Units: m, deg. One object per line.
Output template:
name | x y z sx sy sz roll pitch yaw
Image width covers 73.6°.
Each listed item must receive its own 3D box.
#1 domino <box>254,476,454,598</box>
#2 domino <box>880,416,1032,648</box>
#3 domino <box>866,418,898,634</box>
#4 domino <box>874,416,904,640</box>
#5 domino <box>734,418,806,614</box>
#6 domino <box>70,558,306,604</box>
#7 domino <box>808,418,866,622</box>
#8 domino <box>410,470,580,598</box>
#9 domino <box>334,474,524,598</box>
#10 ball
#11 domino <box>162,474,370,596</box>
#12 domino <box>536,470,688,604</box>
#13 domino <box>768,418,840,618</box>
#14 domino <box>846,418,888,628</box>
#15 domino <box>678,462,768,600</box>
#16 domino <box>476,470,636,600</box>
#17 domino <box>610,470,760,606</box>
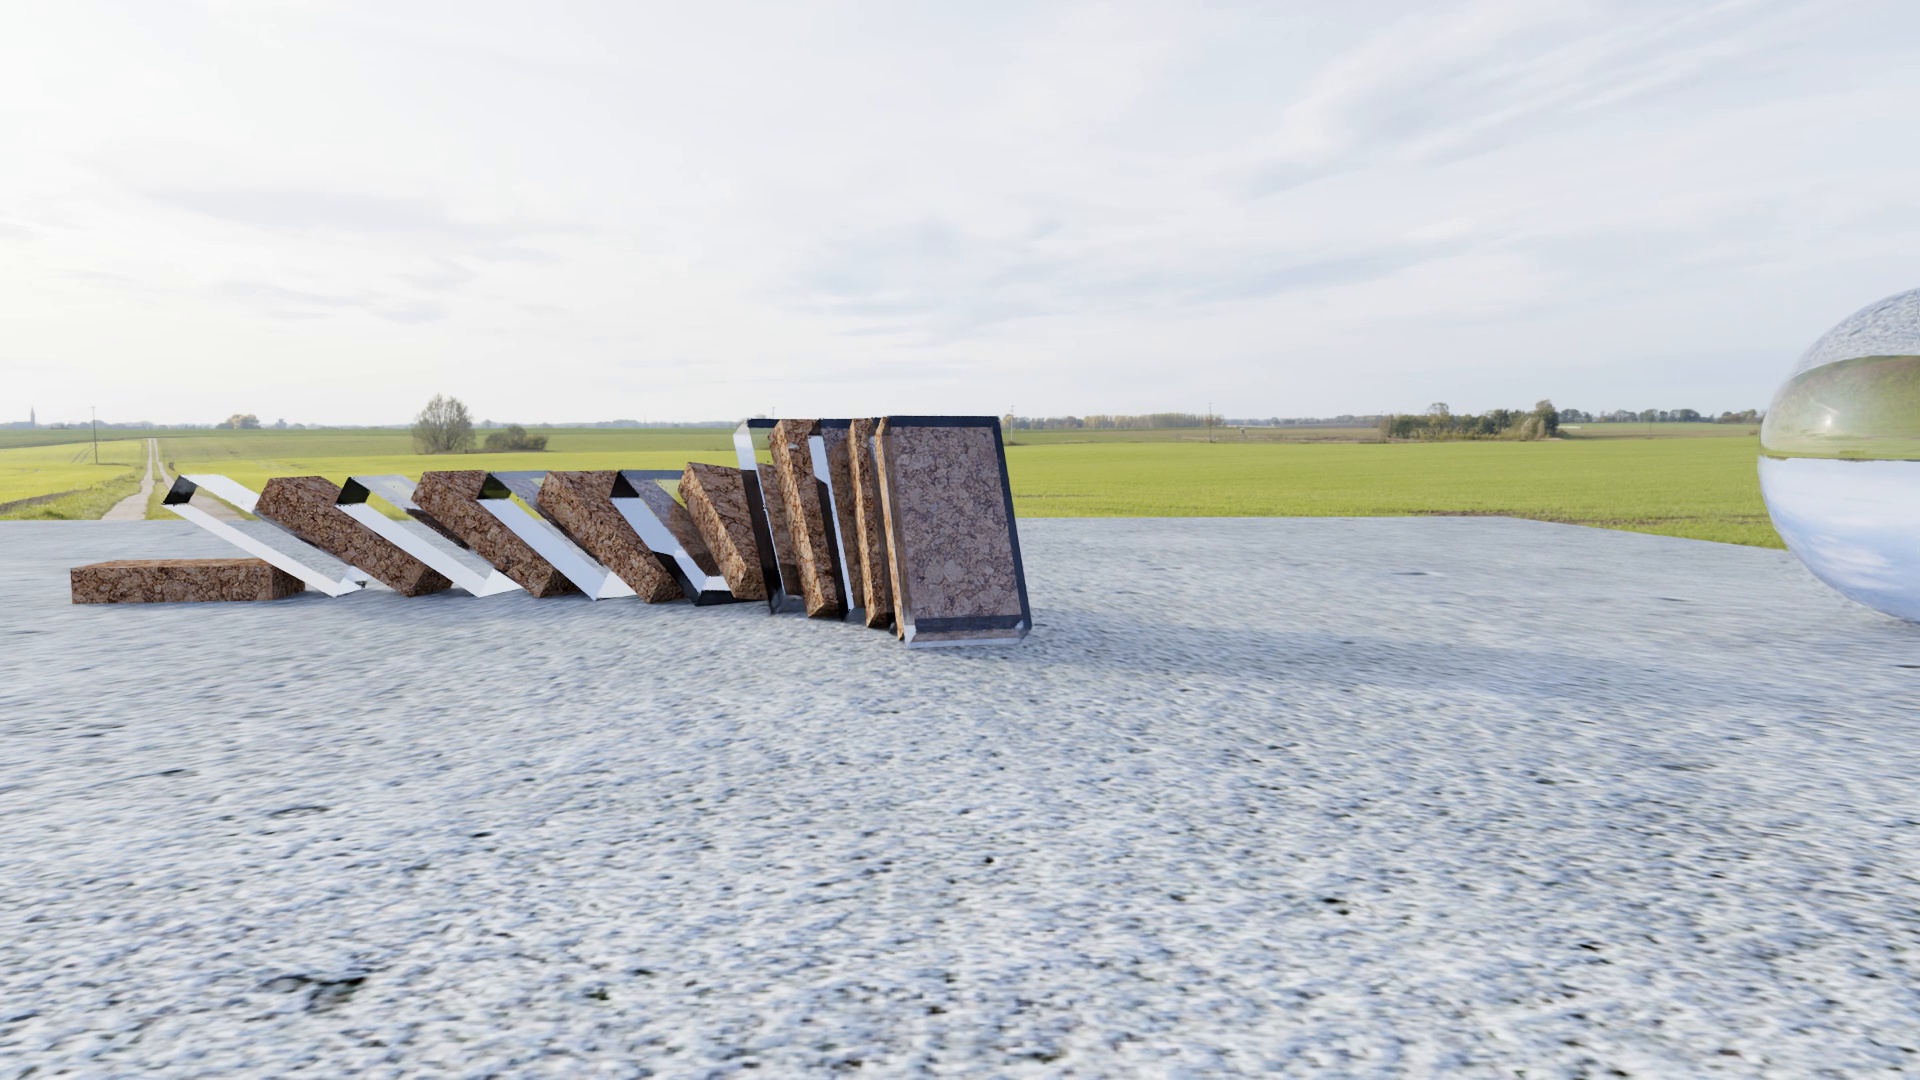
domino | -0.171 -0.002 0.367 0.050 0.009 0.025 30 6 1
domino | -0.001 -0.003 0.276 0.025 0.050 0.009 -1 -23 -16
domino | -0.006 -0.004 0.297 0.025 0.050 0.010 -1 -23 -16
domino | -0.003 -0.003 0.287 0.025 0.050 0.010 -1 -23 -16
domino | -0.041 -0.007 0.331 0.025 0.050 0.009 -2 -23 -34
domino | -0.214 0.011 0.357 0.050 0.010 0.025 -1 4 -9
domino | -0.020 -0.006 0.317 0.025 0.050 0.009 -2 -23 -26
domino | -0.130 -0.002 0.369 0.050 0.009 0.025 35 14 13
domino | -0.150 -0.002 0.370 0.050 0.009 0.025 31 9 6
ball | 0.231 -0.020 0.296 0.080 0.080 0.080 0 4 0
domino | -0.193 -0.002 0.361 0.050 0.009 0.025 30 -1 -8
domino | -0.092 -0.002 0.360 0.050 0.009 0.025 38 21 23
domino | -0.030 -0.006 0.325 0.025 0.050 0.010 -3 -22 -33
domino | -0.012 -0.005 0.307 0.025 0.050 0.009 -1 -23 -16
domino | -0.056 -0.002 0.348 0.025 0.009 0.050 6 32 -36
domino | -0.111 -0.002 0.366 0.050 0.009 0.025 36 18 19
domino | -0.073 -0.002 0.353 0.025 0.009 0.050 -3 38 -46
